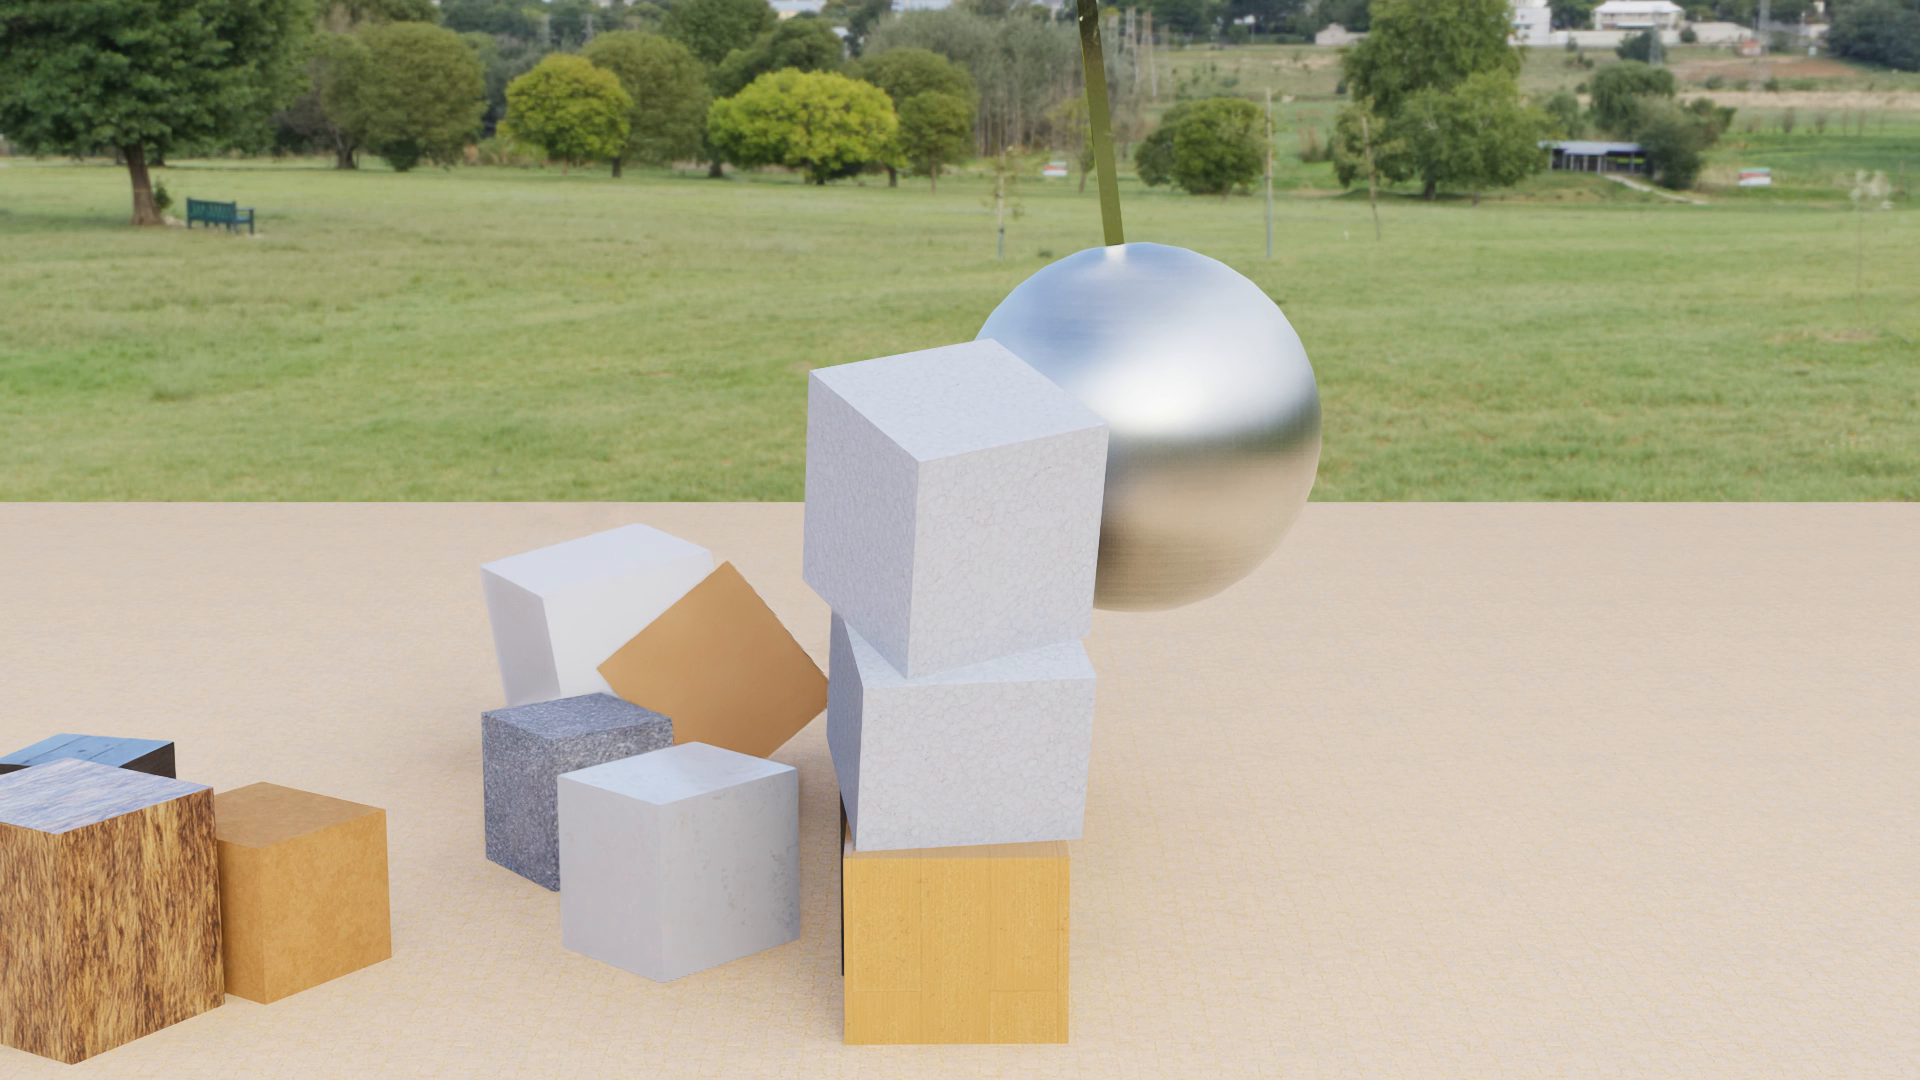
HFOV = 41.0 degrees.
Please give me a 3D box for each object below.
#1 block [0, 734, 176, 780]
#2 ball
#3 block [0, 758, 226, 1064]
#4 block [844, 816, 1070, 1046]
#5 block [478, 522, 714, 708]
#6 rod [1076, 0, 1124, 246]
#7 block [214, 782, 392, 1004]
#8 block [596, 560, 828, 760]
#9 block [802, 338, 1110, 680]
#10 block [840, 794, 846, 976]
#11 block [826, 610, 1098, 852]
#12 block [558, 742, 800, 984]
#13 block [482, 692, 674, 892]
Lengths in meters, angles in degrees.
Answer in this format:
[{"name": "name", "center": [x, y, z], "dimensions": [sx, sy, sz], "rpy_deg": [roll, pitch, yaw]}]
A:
[{"name": "block", "center": [-3.914, 1.202, 11.500], "dimensions": [0.586, 0.521, 0.531], "rpy_deg": [3, 11, 15]}, {"name": "ball", "center": [0.761, -0.483, 11.092], "dimensions": [1.600, 1.600, 1.600], "rpy_deg": [0, 10, 0]}, {"name": "block", "center": [-3.346, 1.368, 9.638], "dimensions": [0.819, 0.859, 0.720], "rpy_deg": [6, 12, 31]}, {"name": "block", "center": [-0.019, 1.434, 9.699], "dimensions": [0.820, 0.709, 0.735], "rpy_deg": [0, 10, -1]}, {"name": "block", "center": [-1.830, 0.558, 13.398], "dimensions": [0.921, 0.972, 0.961], "rpy_deg": [-16, 17, -26]}, {"name": "rod", "center": [0.330, -3.802, 10.489], "dimensions": [0.080, 5.200, 0.080], "rpy_deg": [-7, 10, 1]}, {"name": "block", "center": [-2.770, 1.387, 10.208], "dimensions": [0.729, 0.618, 0.648], "rpy_deg": [7, 12, 34]}, {"name": "block", "center": [-1.132, 0.680, 12.248], "dimensions": [0.786, 0.823, 0.757], "rpy_deg": [-40, -1, -4]}, {"name": "block", "center": [-0.034, -0.131, 9.379], "dimensions": [0.772, 0.864, 0.817], "rpy_deg": [-12, 32, -28]}, {"name": "block", "center": [-0.038, 1.213, 10.451], "dimensions": [0.885, 0.875, 0.812], "rpy_deg": [0, 10, -2]}, {"name": "block", "center": [-0.016, 0.629, 9.615], "dimensions": [0.846, 0.696, 0.797], "rpy_deg": [-2, 28, -11]}, {"name": "block", "center": [-1.139, 1.292, 10.434], "dimensions": [0.630, 0.724, 0.735], "rpy_deg": [9, 14, 42]}, {"name": "block", "center": [-1.713, 1.117, 11.514], "dimensions": [0.619, 0.682, 0.621], "rpy_deg": [-8, 13, -37]}]
